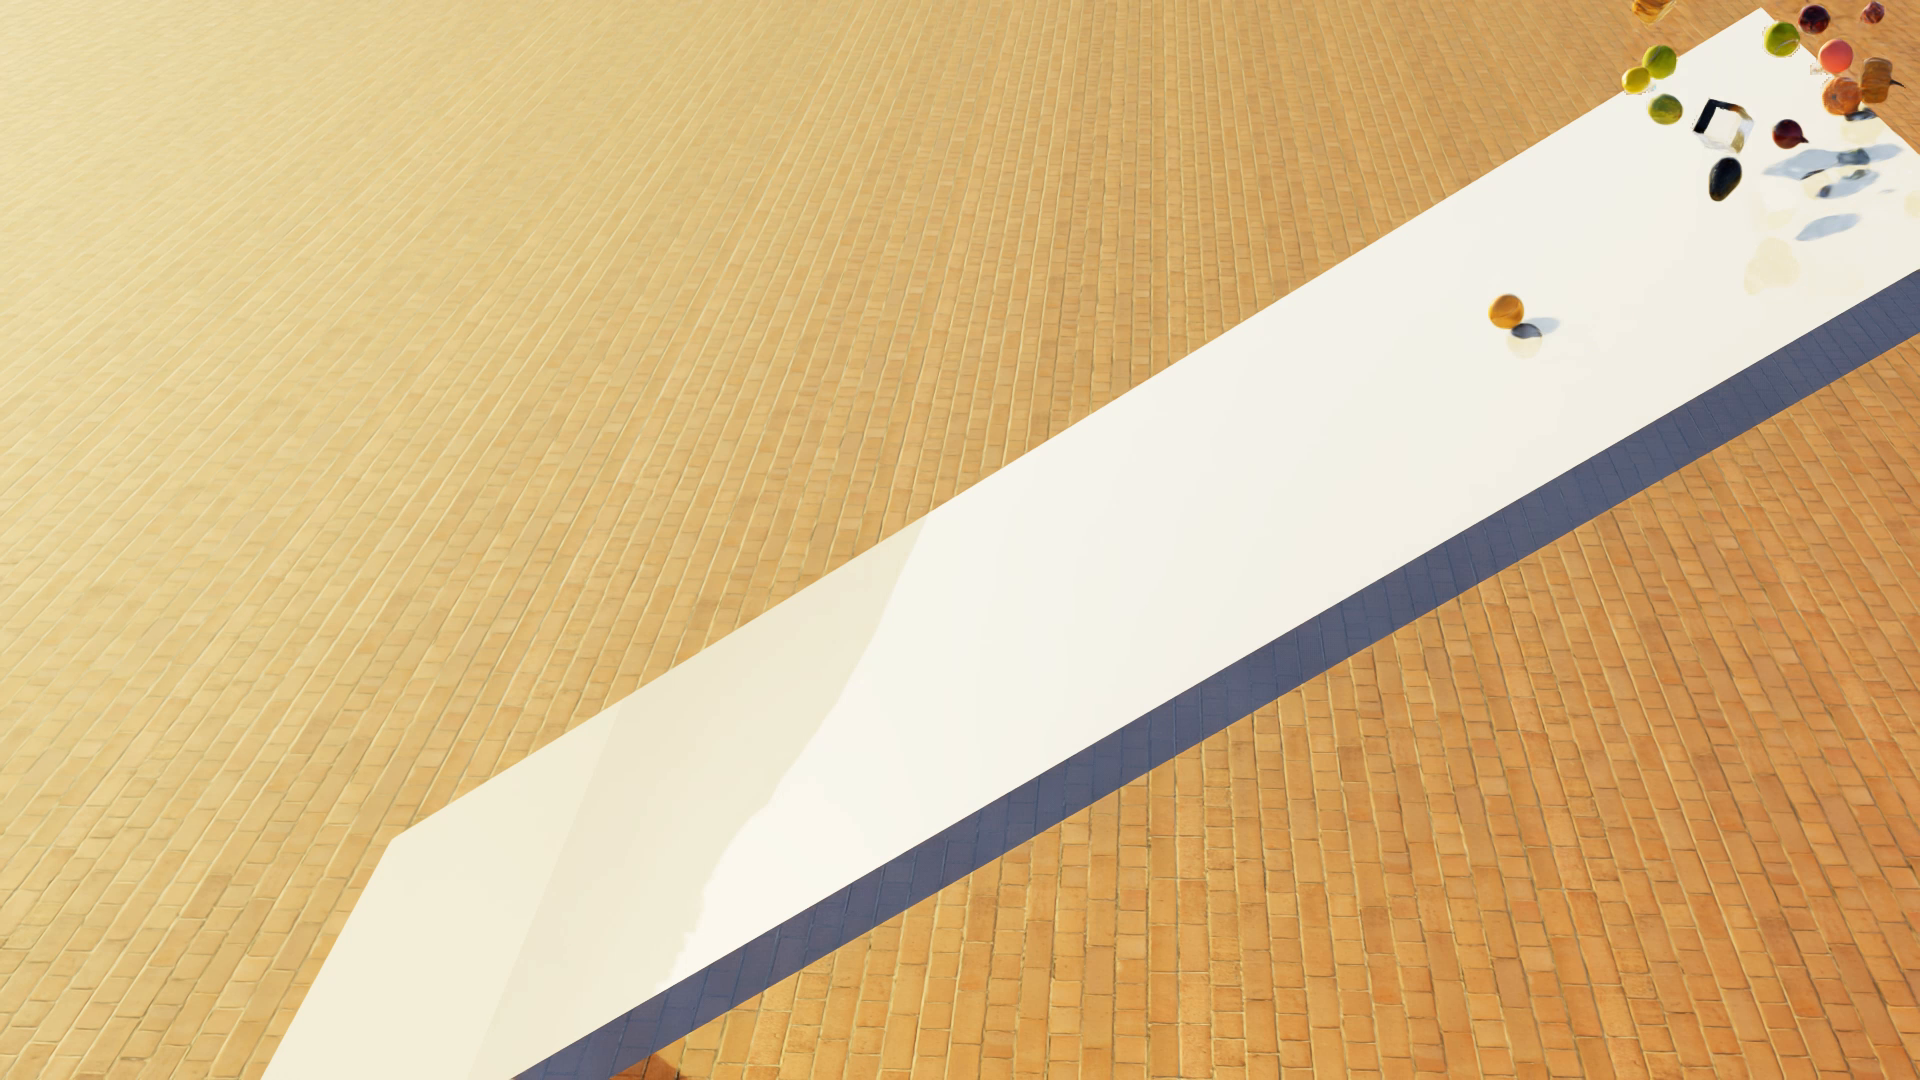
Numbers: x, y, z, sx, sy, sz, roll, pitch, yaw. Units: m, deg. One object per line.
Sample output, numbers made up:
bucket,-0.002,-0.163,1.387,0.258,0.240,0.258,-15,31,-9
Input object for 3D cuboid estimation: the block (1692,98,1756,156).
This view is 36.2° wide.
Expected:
block,1.515,-0.819,5.834,0.075,0.075,0.075,23,-5,40

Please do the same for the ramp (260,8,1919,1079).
ramp,0.139,0.171,6.297,4.000,0.100,2.000,-31,16,14

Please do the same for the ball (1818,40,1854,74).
ball,1.744,-0.963,5.857,0.067,0.067,0.067,0,20,0
